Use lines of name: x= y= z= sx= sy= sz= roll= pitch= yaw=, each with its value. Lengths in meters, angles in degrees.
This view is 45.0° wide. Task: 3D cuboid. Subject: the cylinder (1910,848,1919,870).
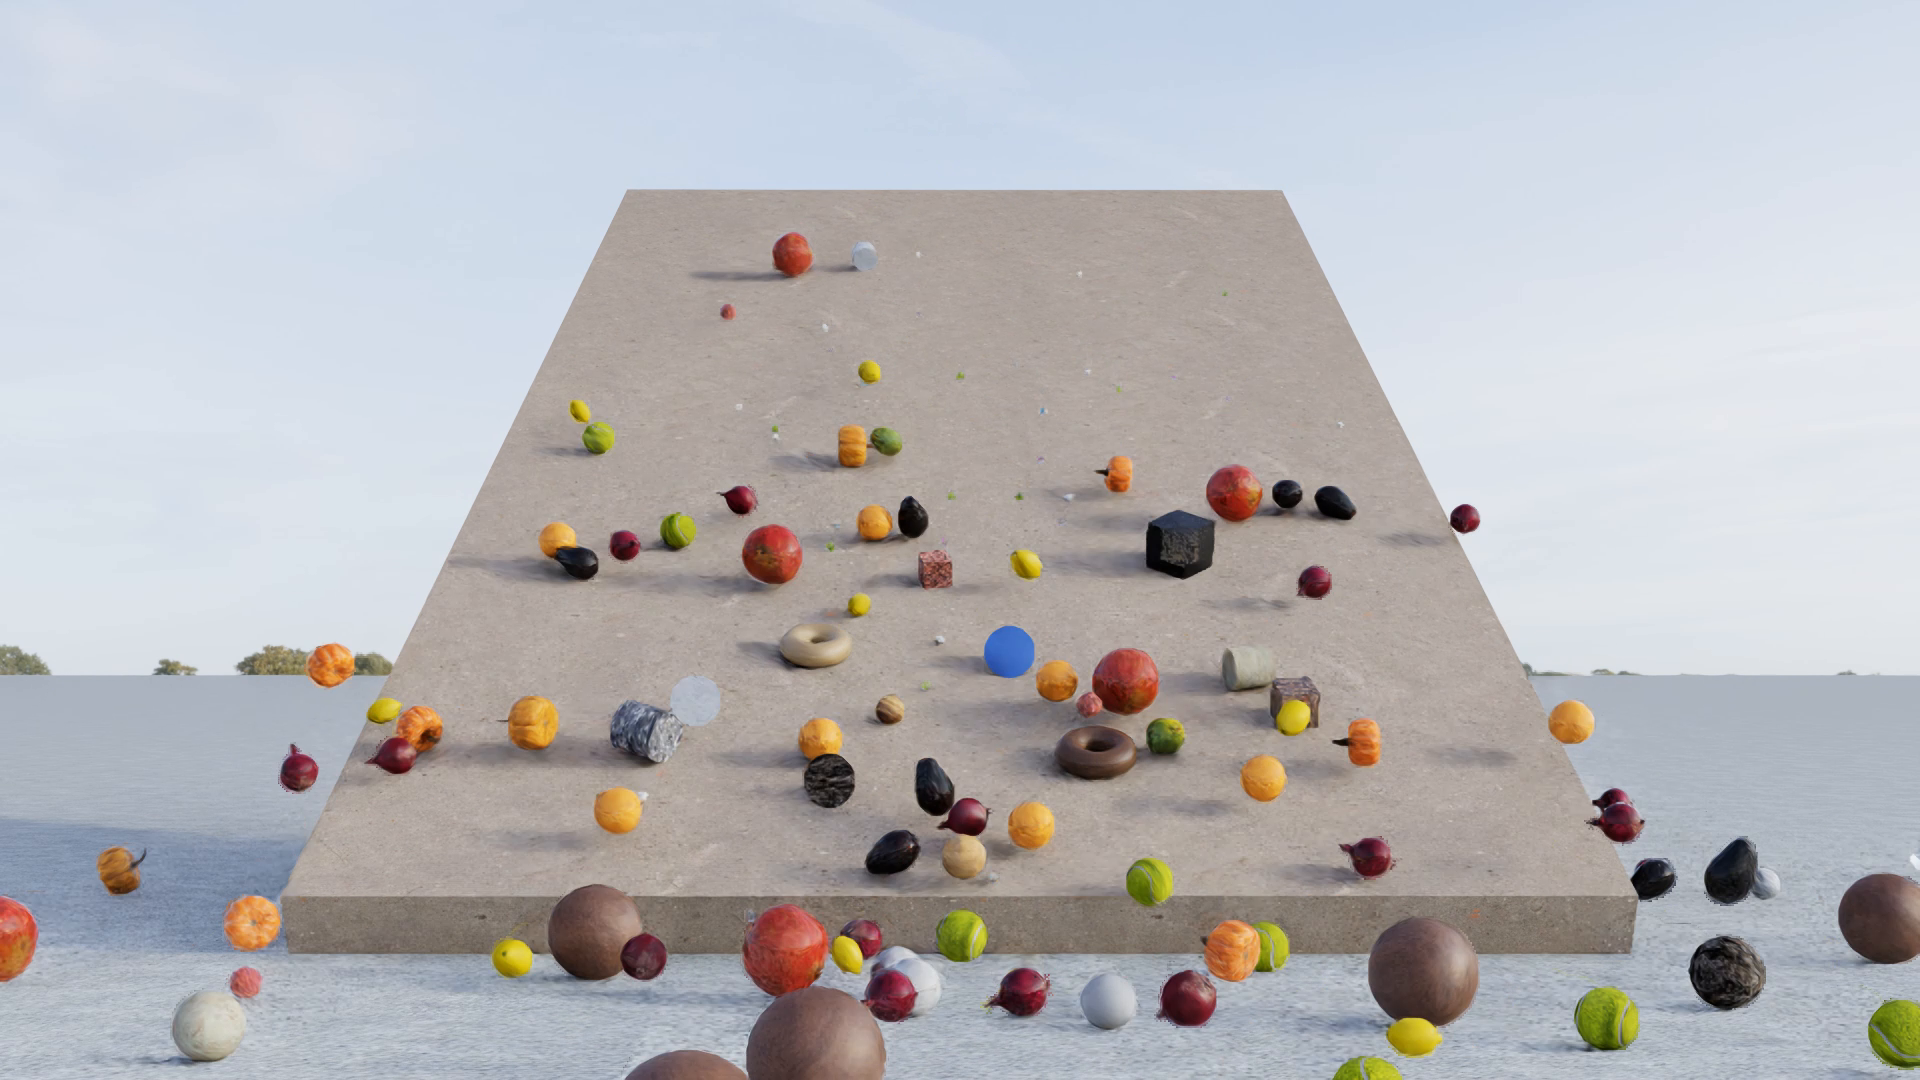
cylinder: x=1.976 y=0.644 z=4.719 sx=0.055 sy=0.055 sz=0.055 roll=17 pitch=36 yaw=-13

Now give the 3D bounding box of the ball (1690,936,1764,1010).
ball: x=0.959 y=0.541 z=2.900 sx=0.089 sy=0.089 sz=0.089 roll=0 pitch=-3 yaw=0

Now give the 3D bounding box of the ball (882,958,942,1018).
ball: x=-0.059 y=0.545 z=2.824 sx=0.072 sy=0.072 sz=0.072 roll=0 pitch=-3 yaw=0

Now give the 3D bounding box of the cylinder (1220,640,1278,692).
cylinder: x=0.501 y=0.220 z=4.023 sx=0.072 sy=0.072 sz=0.072 roll=-18 pitch=4 yaw=-21

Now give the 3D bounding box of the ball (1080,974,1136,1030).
ball: x=0.175 y=0.544 z=2.732 sx=0.065 sy=0.065 sz=0.065 roll=0 pitch=-3 yaw=0

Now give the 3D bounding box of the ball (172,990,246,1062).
ball: x=-0.813 y=0.526 z=2.509 sx=0.076 sy=0.076 sz=0.076 roll=0 pitch=-3 yaw=0

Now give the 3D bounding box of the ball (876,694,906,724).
ball: x=-0.117 y=0.285 z=3.901 sx=0.051 sy=0.051 sz=0.051 roll=0 pitch=-3 yaw=0

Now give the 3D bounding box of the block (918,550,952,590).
block: x=-0.048 y=0.056 z=4.424 sx=0.054 sy=0.054 sz=0.054 roll=-5 pitch=24 yaw=-12

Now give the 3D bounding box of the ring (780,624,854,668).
ring: x=-0.256 y=0.187 z=4.137 sx=0.131 sy=0.044 sz=0.131 roll=1 pitch=23 yaw=0

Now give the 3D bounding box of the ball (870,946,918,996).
ball: x=-0.081 y=0.555 z=2.970 sx=0.068 sy=0.068 sz=0.068 roll=0 pitch=-3 yaw=0

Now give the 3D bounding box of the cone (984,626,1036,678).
cone: x=0.096 y=0.199 z=4.113 sx=0.091 sy=0.091 sz=0.091 roll=-1 pitch=-4 yaw=11

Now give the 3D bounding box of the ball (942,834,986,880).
ball: x=0.006 y=0.468 z=3.428 sx=0.066 sy=0.066 sz=0.066 roll=0 pitch=-3 yaw=0

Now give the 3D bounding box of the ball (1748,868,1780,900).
ball: x=1.481 y=0.634 z=4.269 sx=0.056 sy=0.056 sz=0.056 roll=0 pitch=-3 yaw=0

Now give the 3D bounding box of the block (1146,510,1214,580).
block: x=0.427 y=0.009 z=4.488 sx=0.092 sy=0.092 sz=0.092 roll=20 pitch=30 yaw=38

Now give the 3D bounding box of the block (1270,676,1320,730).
block: x=0.565 y=0.275 z=3.911 sx=0.064 sy=0.064 sz=0.064 roll=-4 pitch=24 yaw=-8

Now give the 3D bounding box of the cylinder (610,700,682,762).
cylinder: x=-0.512 y=0.312 z=3.786 sx=0.084 sy=0.084 sz=0.084 roll=15 pitch=5 yaw=30

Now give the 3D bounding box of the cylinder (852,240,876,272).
cylinder: x=-0.259 y=-0.771 z=6.311 sx=0.066 sy=0.066 sz=0.066 roll=0 pitch=29 yaw=-3

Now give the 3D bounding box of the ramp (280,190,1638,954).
ramp: x=-0.008 y=-0.227 z=5.269 sx=2.000 sy=0.100 sz=4.000 roll=0 pitch=24 yaw=0

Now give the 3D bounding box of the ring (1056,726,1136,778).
ring: x=0.221 y=0.346 z=3.774 sx=0.134 sy=0.045 sz=0.134 roll=0 pitch=22 yaw=0
